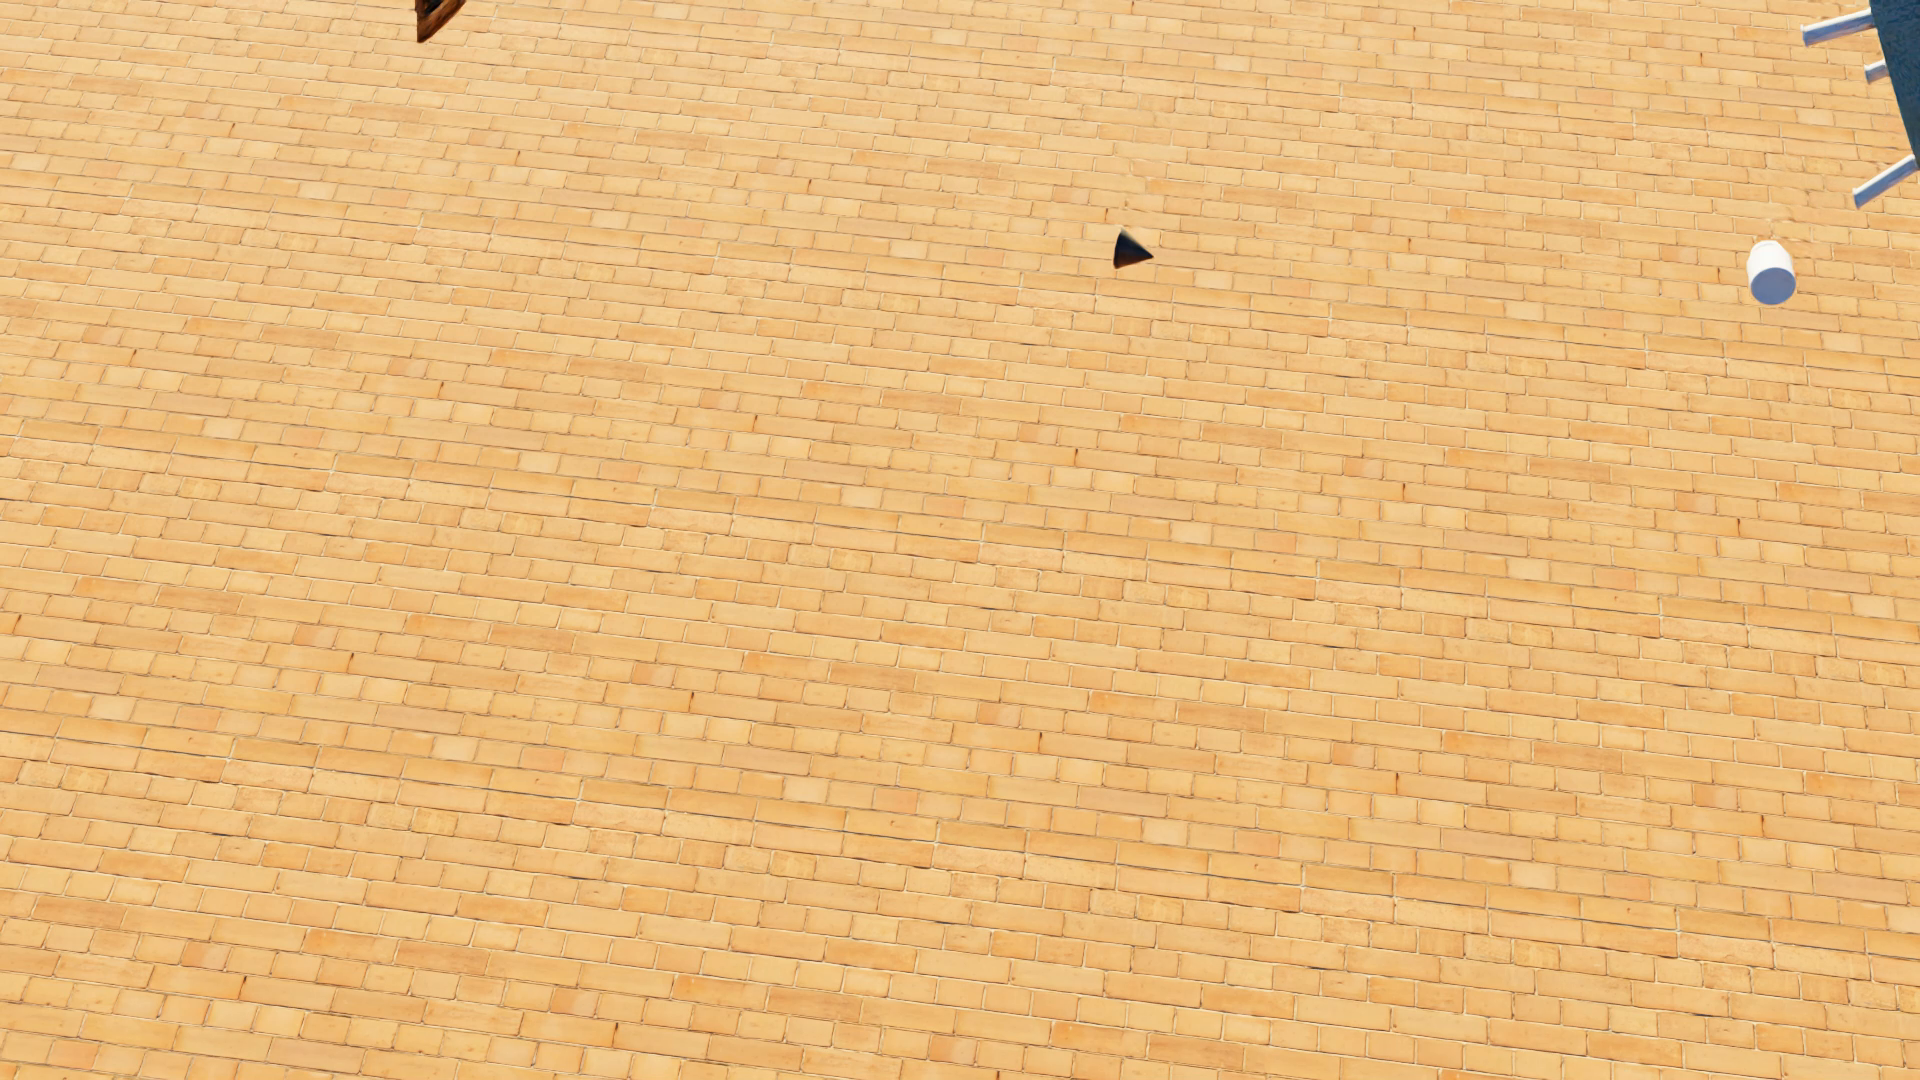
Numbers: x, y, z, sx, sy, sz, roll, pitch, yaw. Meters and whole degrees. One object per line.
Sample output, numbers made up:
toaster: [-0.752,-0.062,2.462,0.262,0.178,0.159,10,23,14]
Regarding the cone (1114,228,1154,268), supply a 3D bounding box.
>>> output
cone: [0.200,-0.323,2.475,0.042,0.056,0.044,16,72,14]
